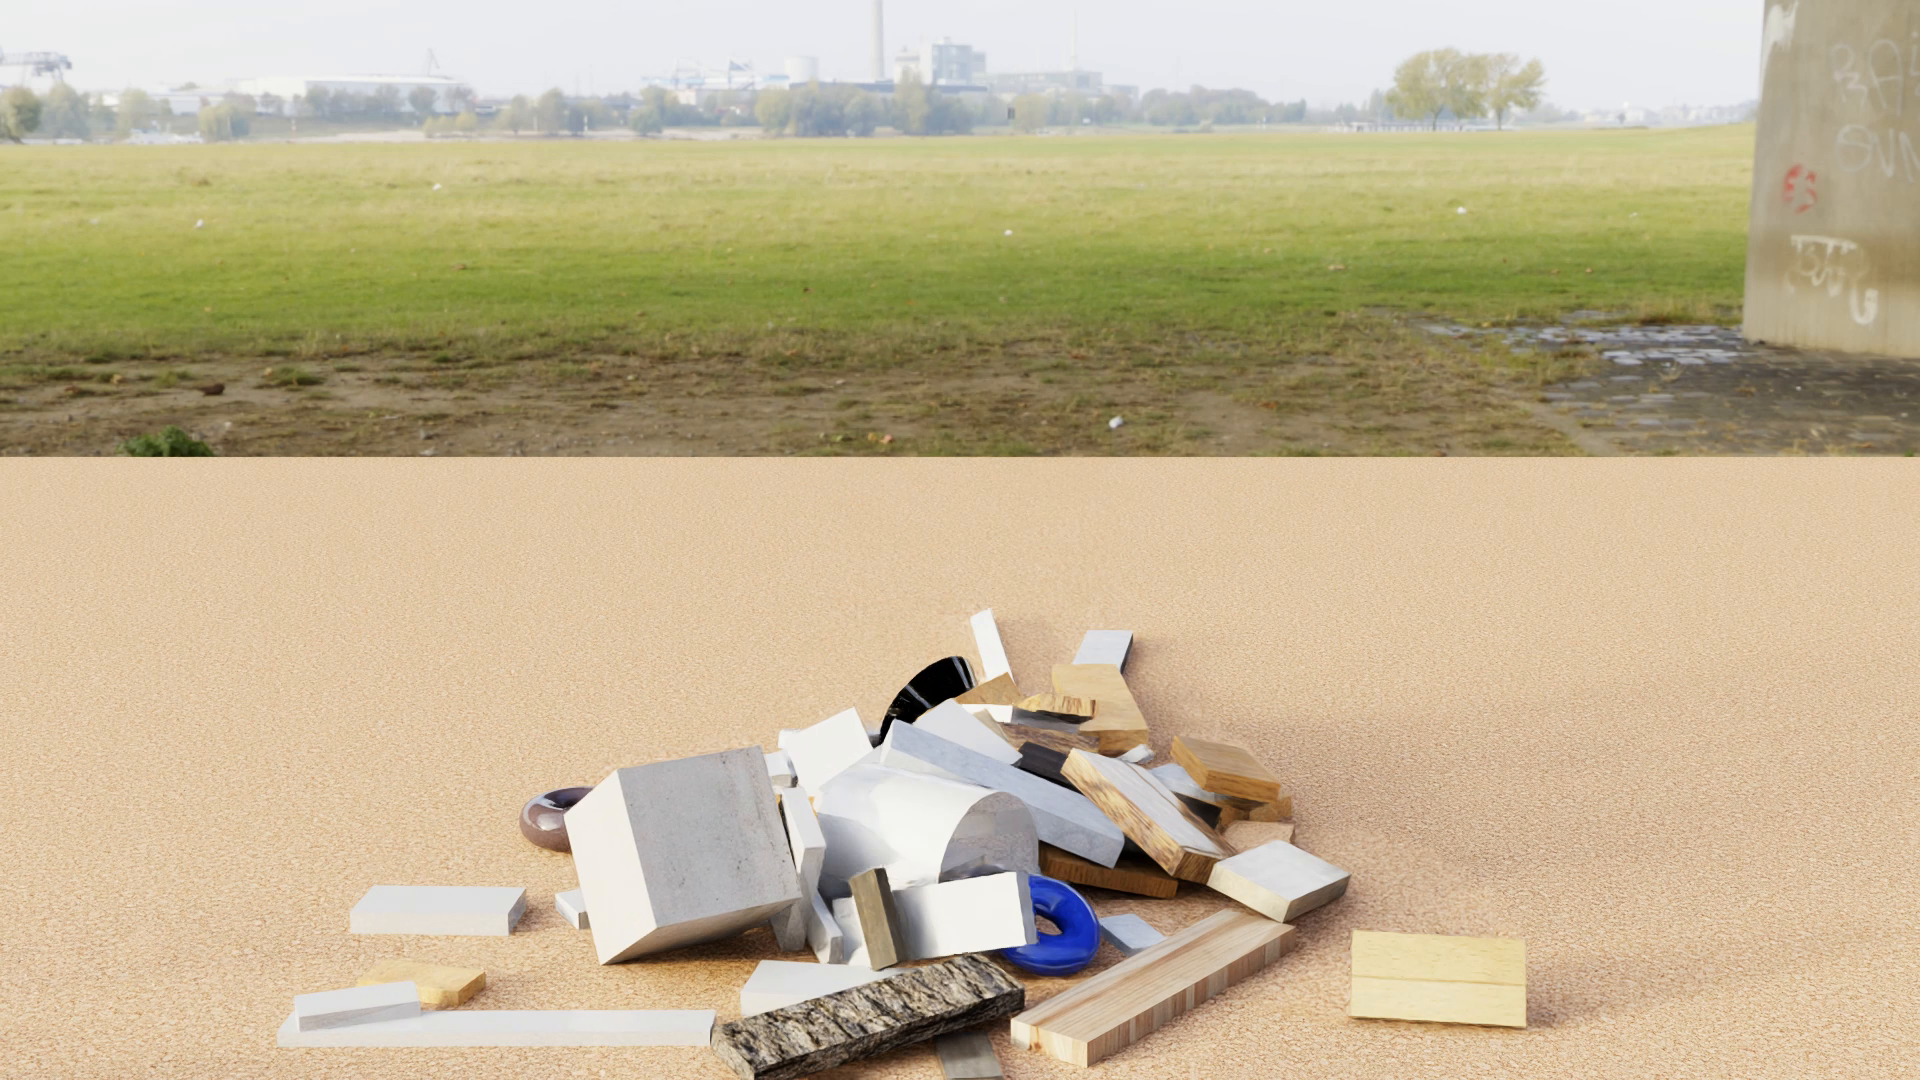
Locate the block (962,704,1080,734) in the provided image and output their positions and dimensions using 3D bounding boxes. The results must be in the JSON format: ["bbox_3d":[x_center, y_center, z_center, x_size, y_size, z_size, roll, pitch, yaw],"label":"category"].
[{"bbox_3d":[0.116,0.352,4.222,0.117,0.033,0.233,-2,-14,36],"label":"block"}]

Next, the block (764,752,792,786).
[{"bbox_3d":[-0.372,0.442,4.232,0.076,0.021,0.151,-2,11,-11],"label":"block"}]

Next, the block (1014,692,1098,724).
[{"bbox_3d":[0.182,0.329,4.237,0.113,0.032,0.226,9,-11,-10],"label":"block"}]

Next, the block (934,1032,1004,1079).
[{"bbox_3d":[0.010,0.707,2.980,0.075,0.021,0.149,-1,11,-8],"label":"block"}]

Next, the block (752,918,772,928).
[{"bbox_3d":[-0.267,0.566,3.565,0.208,0.029,0.104,-6,44,-20],"label":"block"}]

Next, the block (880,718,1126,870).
[{"bbox_3d":[0.070,0.423,3.690,0.418,0.049,0.174,23,11,-4],"label":"block"}]

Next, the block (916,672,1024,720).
[{"bbox_3d":[0.035,0.353,4.313,0.233,0.117,0.033,-23,-13,-41],"label":"block"}]

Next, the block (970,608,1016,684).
[{"bbox_3d":[0.090,0.309,5.044,0.056,0.016,1.321,-24,10,1],"label":"block"}]

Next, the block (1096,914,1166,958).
[{"bbox_3d":[0.271,0.621,3.445,0.070,0.020,0.140,-4,11,-21],"label":"block"}]

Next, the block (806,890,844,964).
[{"bbox_3d":[-0.256,0.547,3.454,0.020,0.070,0.370,-5,26,-22],"label":"block"}]

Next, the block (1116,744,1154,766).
[{"bbox_3d":[0.280,0.435,4.109,0.170,0.024,0.085,-32,-13,8],"label":"block"}]

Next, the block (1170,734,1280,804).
[{"bbox_3d":[0.488,0.423,4.065,0.136,0.039,0.273,12,6,-9],"label":"block"}]

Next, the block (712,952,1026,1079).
[{"bbox_3d":[-0.122,0.660,3.036,0.430,0.034,0.121,-10,21,-32],"label":"block"}]

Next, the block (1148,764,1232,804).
[{"bbox_3d":[0.434,0.455,4.120,0.170,0.024,0.085,10,15,43],"label":"block"}]

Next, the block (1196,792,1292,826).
[{"bbox_3d":[0.468,0.485,4.127,0.273,0.039,0.136,9,14,41],"label":"block"}]

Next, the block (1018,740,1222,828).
[{"bbox_3d":[0.275,0.455,3.950,0.378,0.032,0.112,18,21,14],"label":"block"}]

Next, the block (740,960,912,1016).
[{"bbox_3d":[-0.181,0.659,3.201,0.252,0.036,0.126,2,11,9],"label":"block"}]

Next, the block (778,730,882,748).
[{"bbox_3d":[-0.245,0.402,4.407,0.117,0.033,0.295,4,-2,22],"label":"block"}]

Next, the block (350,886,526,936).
[{"bbox_3d":[-0.837,0.596,3.540,0.252,0.036,0.126,0,11,2],"label":"block"}]

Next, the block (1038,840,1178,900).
[{"bbox_3d":[0.243,0.547,3.673,0.223,0.032,0.112,11,11,-9],"label":"block"}]

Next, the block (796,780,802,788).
[{"bbox_3d":[-0.187,0.429,4.014,0.223,0.032,0.112,-17,18,11],"label":"block"}]

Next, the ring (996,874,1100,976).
[{"bbox_3d":[0.126,0.587,3.358,0.184,0.061,0.184,14,35,-10],"label":"ring"}]

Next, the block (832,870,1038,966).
[{"bbox_3d":[-0.041,0.561,3.242,0.348,0.104,0.029,-15,-12,36],"label":"block"}]

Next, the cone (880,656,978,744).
[{"bbox_3d":[0.016,0.404,4.366,0.248,0.248,0.248,-11,42,-45],"label":"cone"}]

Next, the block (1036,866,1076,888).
[{"bbox_3d":[0.088,0.531,3.730,0.228,0.032,0.114,24,21,28],"label":"block"}]

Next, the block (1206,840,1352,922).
[{"bbox_3d":[0.521,0.552,3.572,0.136,0.039,0.273,24,13,28],"label":"block"}]

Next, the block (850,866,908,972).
[{"bbox_3d":[-0.119,0.556,3.226,0.020,0.140,0.070,-4,-17,-37],"label":"block"}]

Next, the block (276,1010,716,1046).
[{"bbox_3d":[-0.647,0.686,3.092,0.602,0.021,0.075,0,11,0],"label":"block"}]

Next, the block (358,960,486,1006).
[{"bbox_3d":[-0.796,0.655,3.255,0.165,0.023,0.082,3,11,16],"label":"block"}]

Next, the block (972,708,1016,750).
[{"bbox_3d":[-0.023,0.383,3.910,0.226,0.032,0.113,-17,51,-25],"label":"block"}]

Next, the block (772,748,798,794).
[{"bbox_3d":[-0.333,0.450,4.332,0.114,0.032,0.228,5,11,23],"label":"block"}]

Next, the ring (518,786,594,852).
[{"bbox_3d":[-0.678,0.501,3.950,0.226,0.075,0.226,1,10,0],"label":"ring"}]

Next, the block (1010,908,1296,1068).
[{"bbox_3d":[0.296,0.651,3.239,0.129,0.037,0.563,8,13,38],"label":"block"}]

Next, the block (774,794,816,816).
[{"bbox_3d":[-0.308,0.493,3.767,0.285,0.040,0.143,3,28,15],"label":"block"}]

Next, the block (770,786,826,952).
[{"bbox_3d":[-0.257,0.507,3.378,0.034,0.241,0.121,-5,42,-22],"label":"block"}]

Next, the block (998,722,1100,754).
[{"bbox_3d":[0.088,0.380,4.183,0.314,0.044,0.157,11,-12,-19],"label":"block"}]

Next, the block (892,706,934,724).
[{"bbox_3d":[-0.089,0.380,4.754,0.056,0.016,0.113,10,14,42],"label":"block"}]

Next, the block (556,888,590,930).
[{"bbox_3d":[-0.543,0.589,3.593,0.208,0.029,0.104,-6,12,-30],"label":"block"}]

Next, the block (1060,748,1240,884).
[{"bbox_3d":[0.335,0.475,3.746,0.174,0.049,0.347,19,13,-38],"label":"block"}]

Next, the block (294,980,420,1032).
[{"bbox_3d":[-0.853,0.660,3.113,0.165,0.023,0.082,-4,11,-20],"label":"block"}]

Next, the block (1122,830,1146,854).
[{"bbox_3d":[0.256,0.511,3.836,0.151,0.021,0.076,34,36,26],"label":"block"}]

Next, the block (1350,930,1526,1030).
[{"bbox_3d":[0.681,0.627,3.136,0.241,0.121,0.034,2,-19,9],"label":"block"}]

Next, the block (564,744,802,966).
[{"bbox_3d":[-0.426,0.481,3.355,0.240,0.240,0.240,-7,-19,-32],"label":"block"}]

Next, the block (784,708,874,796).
[{"bbox_3d":[-0.218,0.415,3.960,0.143,0.040,0.285,-25,29,-4],"label":"block"}]

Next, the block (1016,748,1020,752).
[{"bbox_3d":[0.015,0.468,3.979,0.157,0.044,0.314,1,24,20],"label":"block"}]

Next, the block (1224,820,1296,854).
[{"bbox_3d":[0.515,0.542,3.840,0.114,0.032,0.228,3,11,15],"label":"block"}]

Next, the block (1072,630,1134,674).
[{"bbox_3d":[0.283,0.346,4.895,0.113,0.032,1.176,2,11,9],"label":"block"}]

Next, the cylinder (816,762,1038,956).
[{"bbox_3d":[-0.057,0.499,3.450,0.259,0.259,0.259,8,13,37],"label":"cylinder"}]

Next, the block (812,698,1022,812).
[{"bbox_3d":[-0.070,0.415,3.783,0.174,0.049,0.347,38,44,22],"label":"block"}]

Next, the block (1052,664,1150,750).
[{"bbox_3d":[0.293,0.350,4.675,0.143,0.040,0.551,0,11,-3],"label":"block"}]
